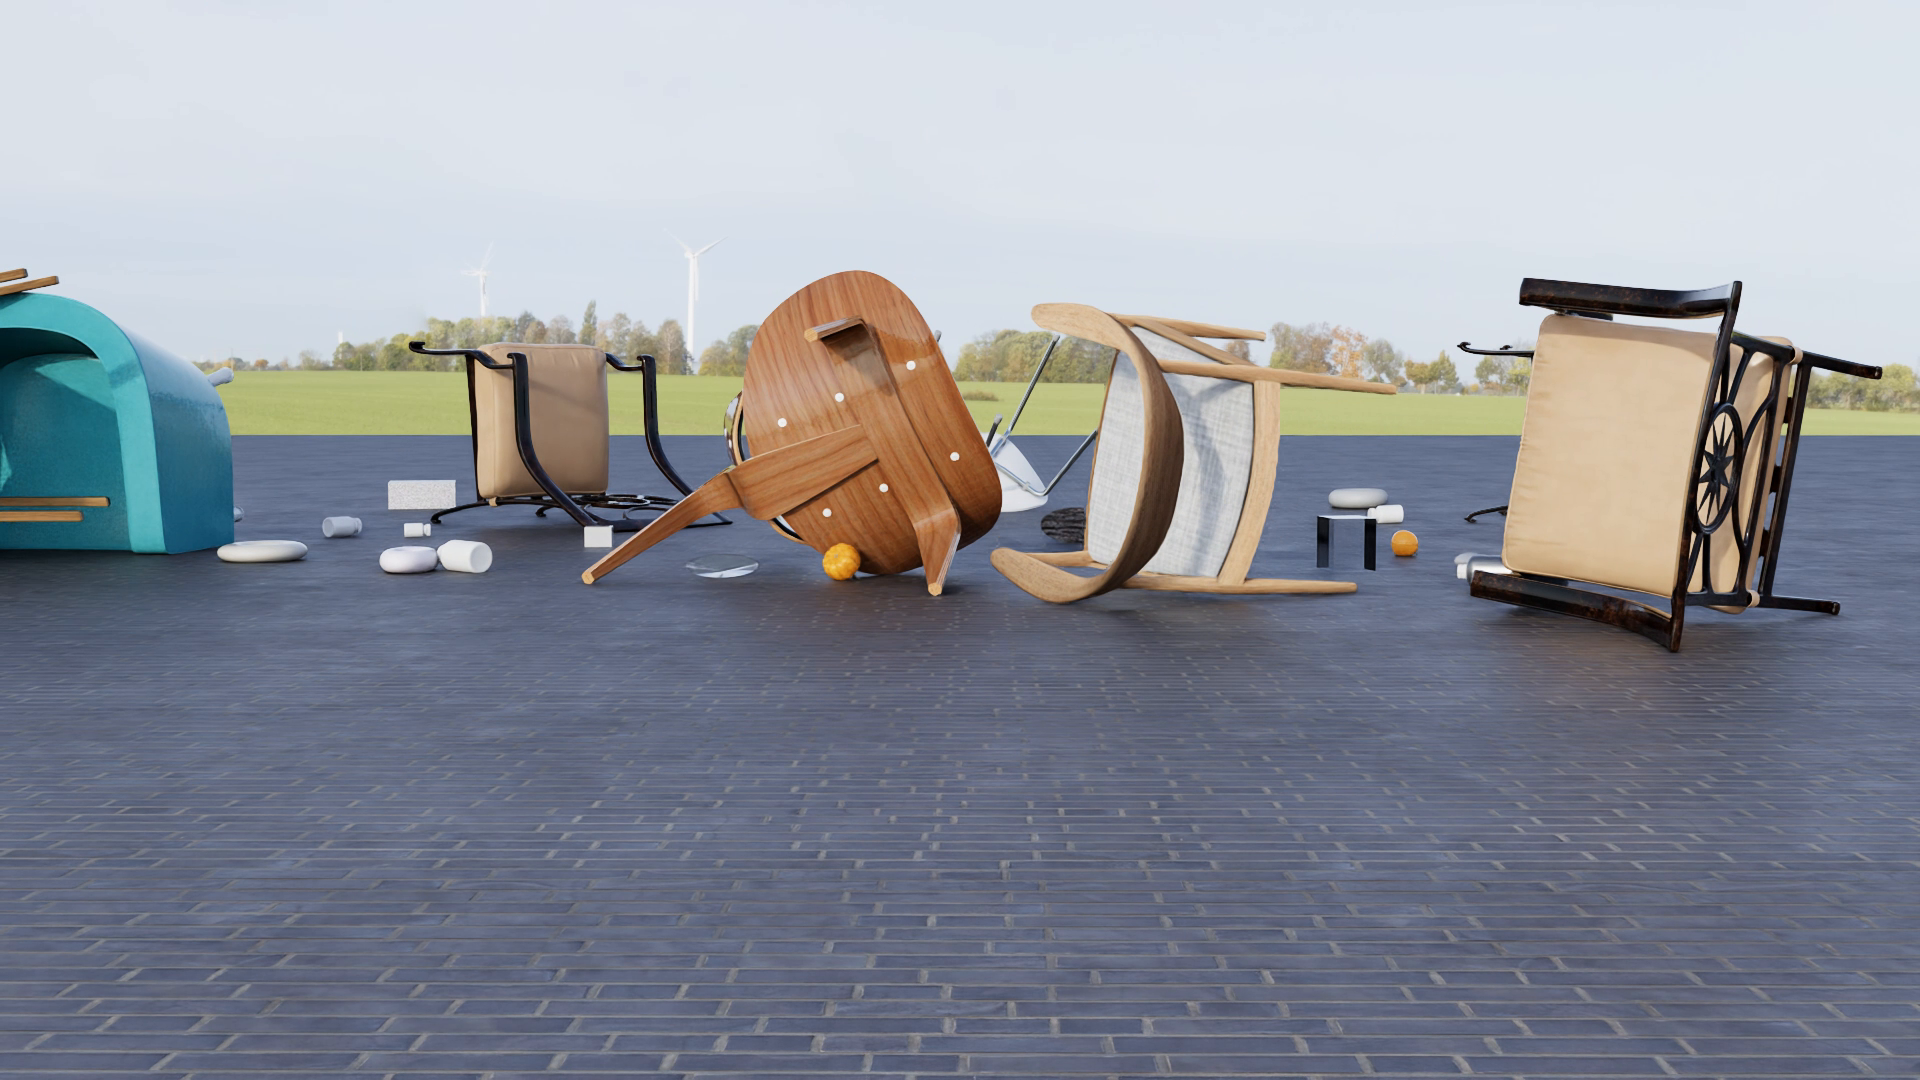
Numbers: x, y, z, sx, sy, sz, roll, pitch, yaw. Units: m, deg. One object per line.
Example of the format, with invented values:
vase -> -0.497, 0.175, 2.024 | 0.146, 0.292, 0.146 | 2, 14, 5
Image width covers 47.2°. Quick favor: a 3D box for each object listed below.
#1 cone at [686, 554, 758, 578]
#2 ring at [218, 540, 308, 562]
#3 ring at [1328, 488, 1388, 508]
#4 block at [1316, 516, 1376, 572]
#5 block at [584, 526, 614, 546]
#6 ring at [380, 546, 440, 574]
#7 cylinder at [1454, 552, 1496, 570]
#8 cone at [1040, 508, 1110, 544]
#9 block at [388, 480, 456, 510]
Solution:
cone -> -0.569, 0.072, 5.288 | 0.173, 0.060, 0.075 | -1, -18, -2
ring -> -1.831, 0.030, 5.774 | 0.230, 0.046, 0.211 | -4, 6, -39
ring -> 1.512, -0.158, 8.343 | 0.225, 0.070, 0.279 | 0, 3, 9
block -> 0.961, 0.008, 5.474 | 0.108, 0.131, 0.125 | -1, 4, -10
block -> -1.033, -0.011, 6.295 | 0.075, 0.056, 0.068 | 0, 4, -4
ring -> -1.363, 0.049, 5.447 | 0.138, 0.054, 0.274 | 1, 3, -4
cylinder -> 1.282, 0.054, 5.476 | 0.076, 0.039, 0.071 | -4, 5, -14
cone -> 0.348, -0.020, 6.467 | 0.208, 0.115, 0.111 | 4, -23, 13
block -> -2.042, -0.173, 8.356 | 0.244, 0.098, 0.212 | -1, 4, -12
